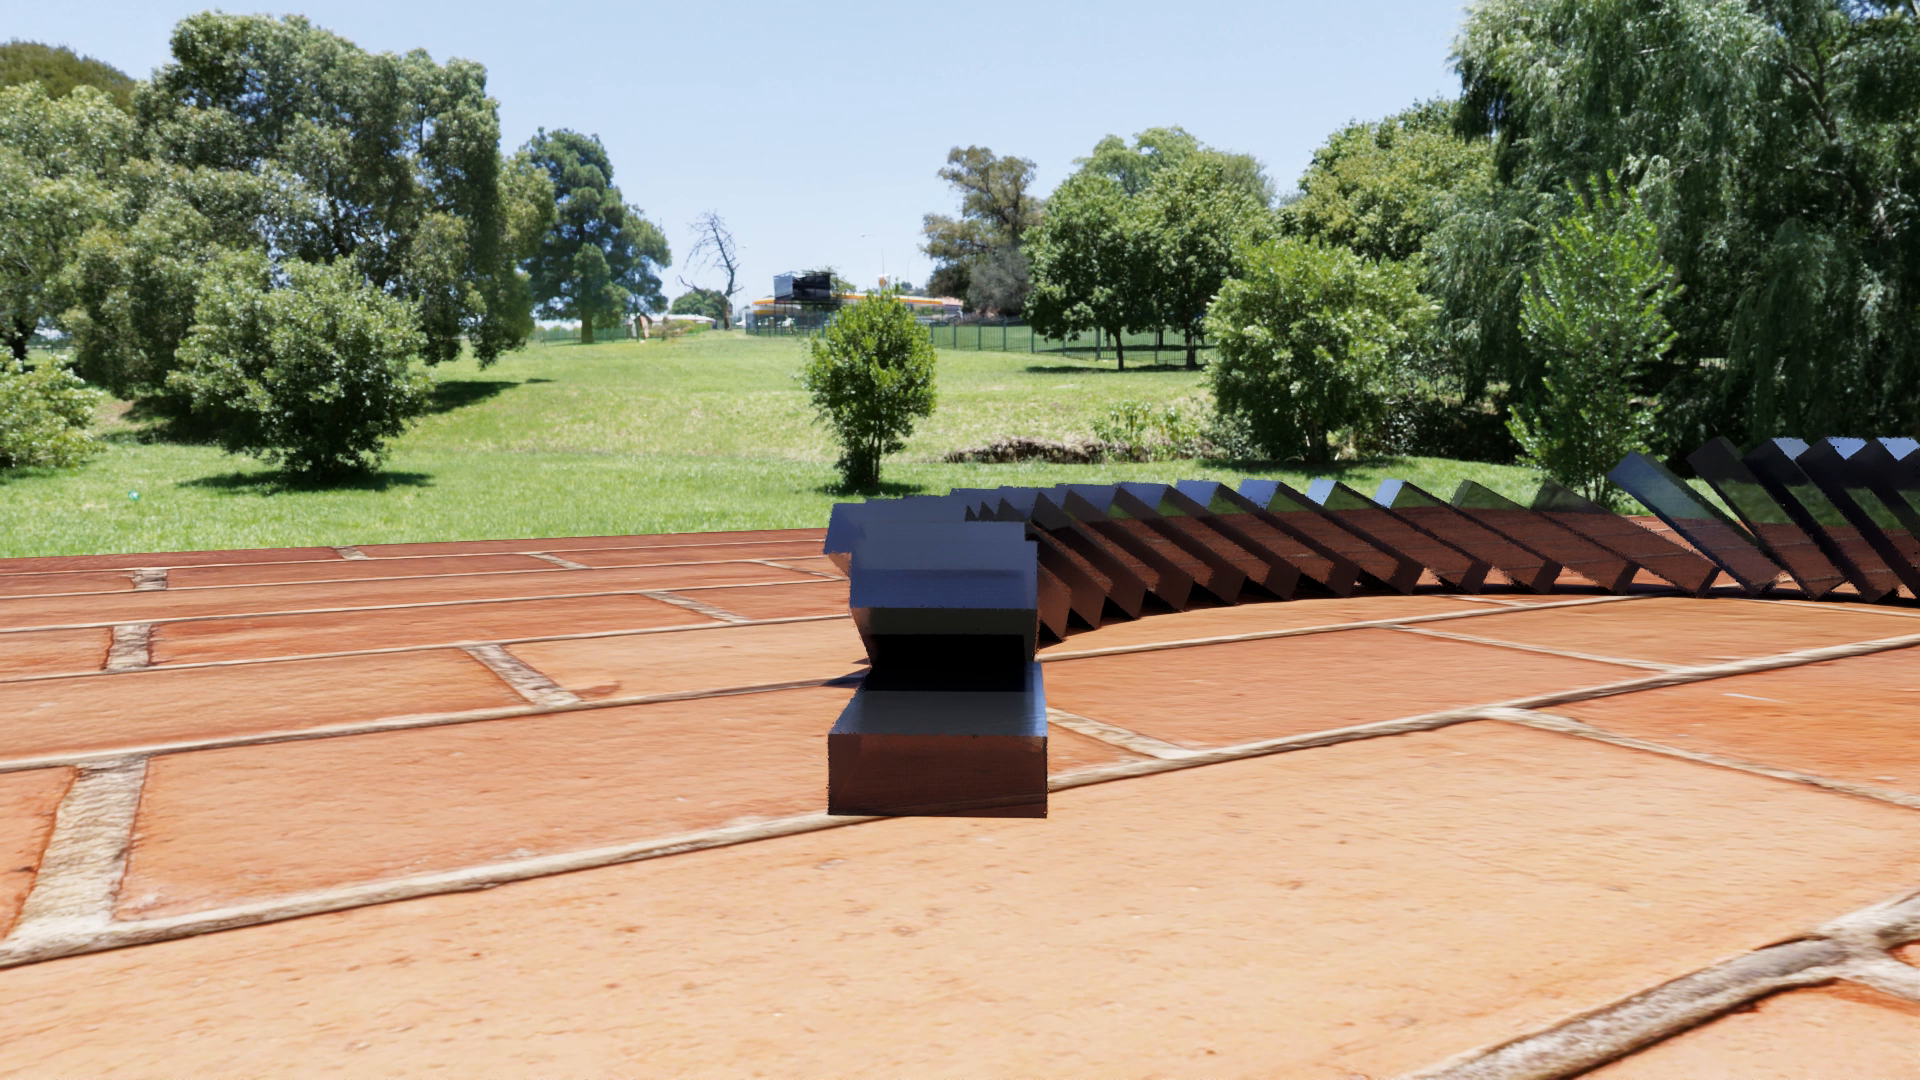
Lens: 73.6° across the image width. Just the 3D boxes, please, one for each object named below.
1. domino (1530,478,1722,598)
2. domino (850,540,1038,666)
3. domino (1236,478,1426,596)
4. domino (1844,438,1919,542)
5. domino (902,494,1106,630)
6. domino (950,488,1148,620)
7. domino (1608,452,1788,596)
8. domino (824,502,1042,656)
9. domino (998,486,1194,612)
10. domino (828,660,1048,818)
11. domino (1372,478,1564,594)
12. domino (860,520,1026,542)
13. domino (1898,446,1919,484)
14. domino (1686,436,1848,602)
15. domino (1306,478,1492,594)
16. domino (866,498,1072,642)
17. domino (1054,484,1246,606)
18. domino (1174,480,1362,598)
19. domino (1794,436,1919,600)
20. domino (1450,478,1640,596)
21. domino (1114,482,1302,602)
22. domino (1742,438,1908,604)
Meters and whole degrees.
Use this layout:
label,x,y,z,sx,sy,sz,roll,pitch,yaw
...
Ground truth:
label,x,y,z,sx,sy,sz,roll,pitch,yaw
domino,0.191,-0.001,0.371,0.050,0.009,0.025,32,16,19
domino,-0.001,0.013,0.195,0.025,0.010,0.050,0,-20,2
domino,0.104,-0.001,0.366,0.050,0.010,0.025,28,-2,-12
domino,0.259,-0.005,0.336,0.025,0.050,0.010,-3,-35,-36
domino,0.010,0.005,0.283,0.025,0.009,0.050,3,-23,35
domino,0.020,0.004,0.302,0.025,0.009,0.050,4,-23,41
domino,0.213,-0.005,0.369,0.025,0.010,0.050,-1,44,-51
domino,-0.004,0.008,0.241,0.025,0.009,0.050,1,-24,20
domino,0.033,0.002,0.320,0.050,0.010,0.025,32,-16,-35
domino,-0.001,0.025,0.171,0.025,0.009,0.050,0,4,3
domino,0.147,-0.002,0.374,0.050,0.009,0.025,29,6,3
domino,-0.001,0.011,0.217,0.025,0.009,0.050,0,-22,4
domino,0.266,-0.004,0.326,0.025,0.050,0.009,-3,-35,-36
domino,0.228,-0.007,0.362,0.009,0.050,0.025,-44,-22,31
domino,0.126,-0.002,0.373,0.050,0.009,0.025,29,5,-1
domino,0.002,0.007,0.262,0.025,0.010,0.050,2,-23,27
domino,0.048,0.001,0.335,0.050,0.010,0.025,31,-13,-31
domino,0.084,-0.001,0.359,0.050,0.009,0.025,29,-4,-16
domino,0.252,-0.006,0.347,0.025,0.050,0.009,-2,-36,-35
domino,0.169,-0.001,0.375,0.050,0.009,0.025,30,11,12
domino,0.065,0.000,0.348,0.050,0.010,0.025,30,-9,-24
domino,0.243,-0.006,0.357,0.025,0.050,0.009,-4,-35,-40
